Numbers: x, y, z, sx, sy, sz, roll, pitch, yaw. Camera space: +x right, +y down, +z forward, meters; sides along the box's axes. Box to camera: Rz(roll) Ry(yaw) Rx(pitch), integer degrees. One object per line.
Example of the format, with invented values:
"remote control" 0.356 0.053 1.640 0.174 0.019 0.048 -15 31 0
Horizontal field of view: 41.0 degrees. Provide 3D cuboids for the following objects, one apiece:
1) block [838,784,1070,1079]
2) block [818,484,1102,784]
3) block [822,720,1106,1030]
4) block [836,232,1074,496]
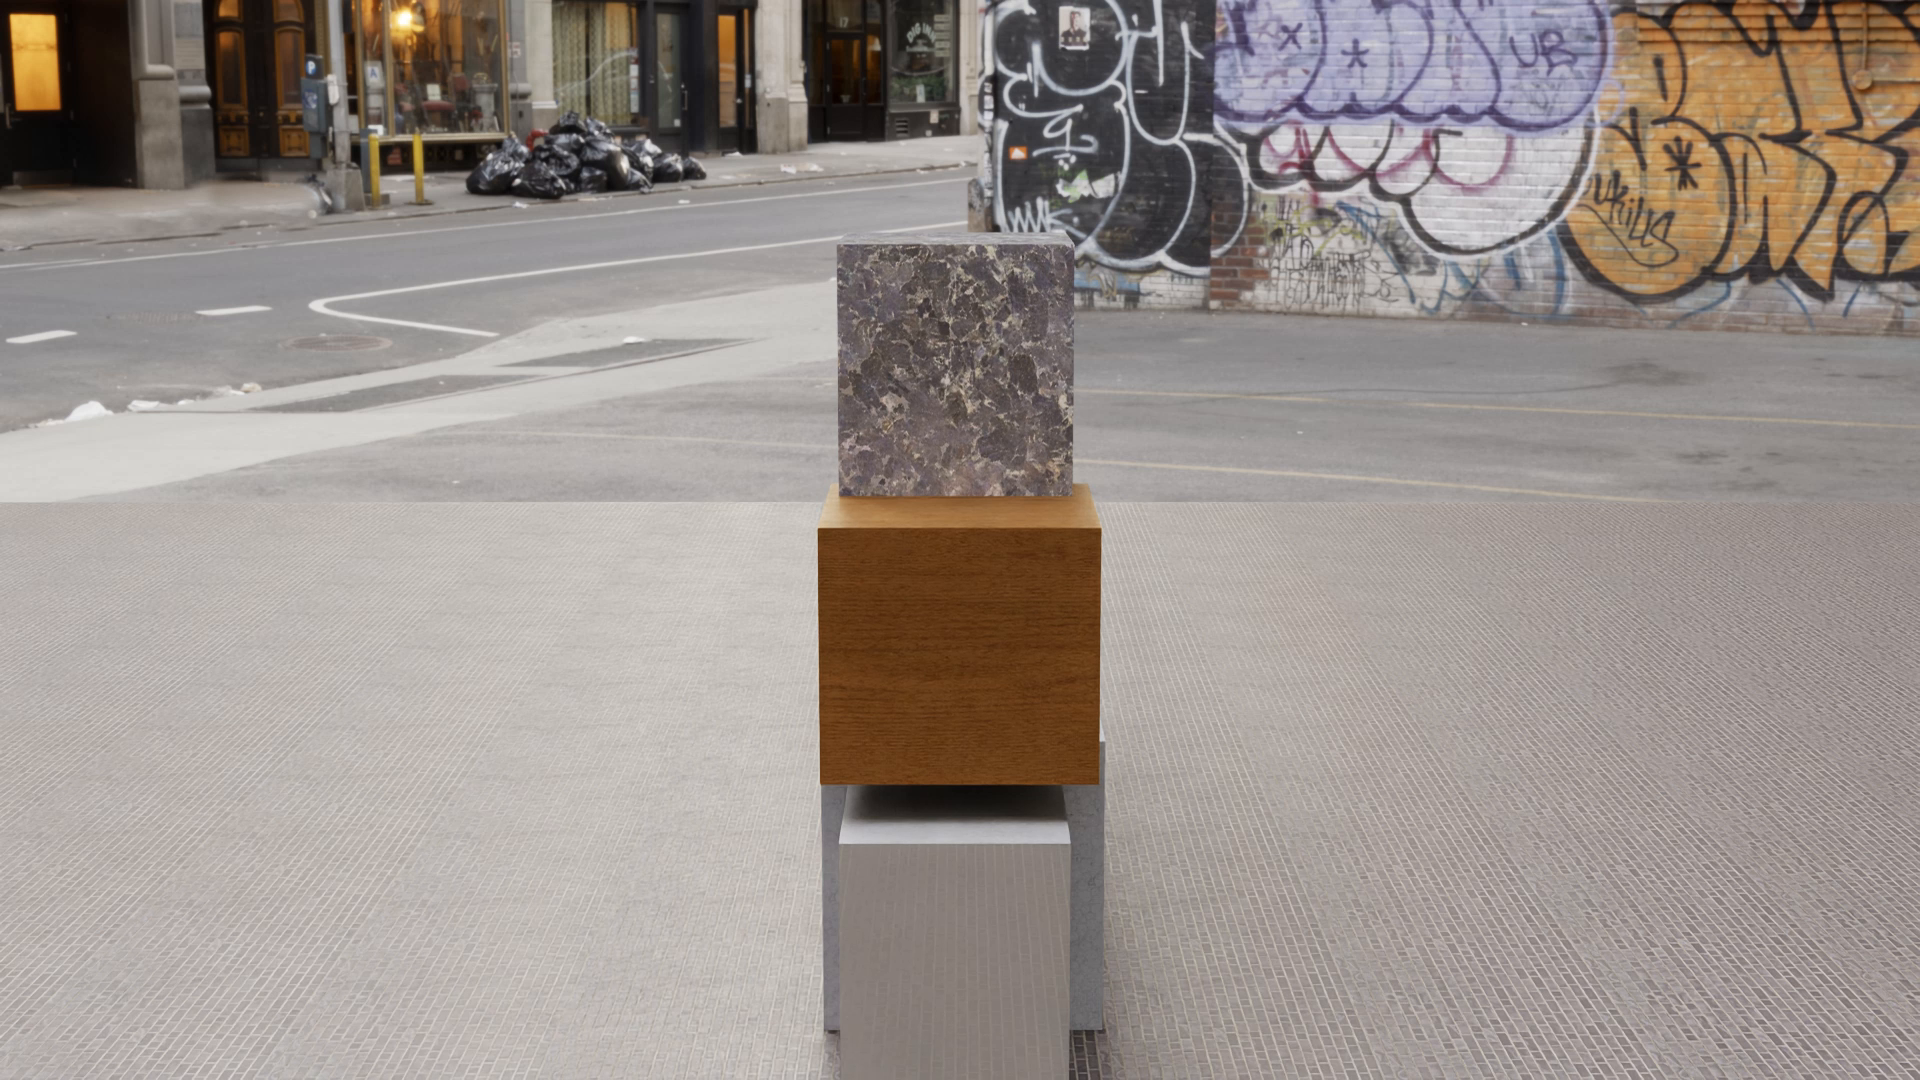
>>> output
"block" -0.018 1.420 9.058 0.777 0.965 0.786 0 10 0
"block" -0.002 0.313 9.154 0.954 0.893 0.941 0 10 0
"block" 0.011 1.193 9.909 1.037 1.108 0.949 0 10 0
"block" -0.015 -0.669 9.544 0.843 0.900 0.760 0 10 0
